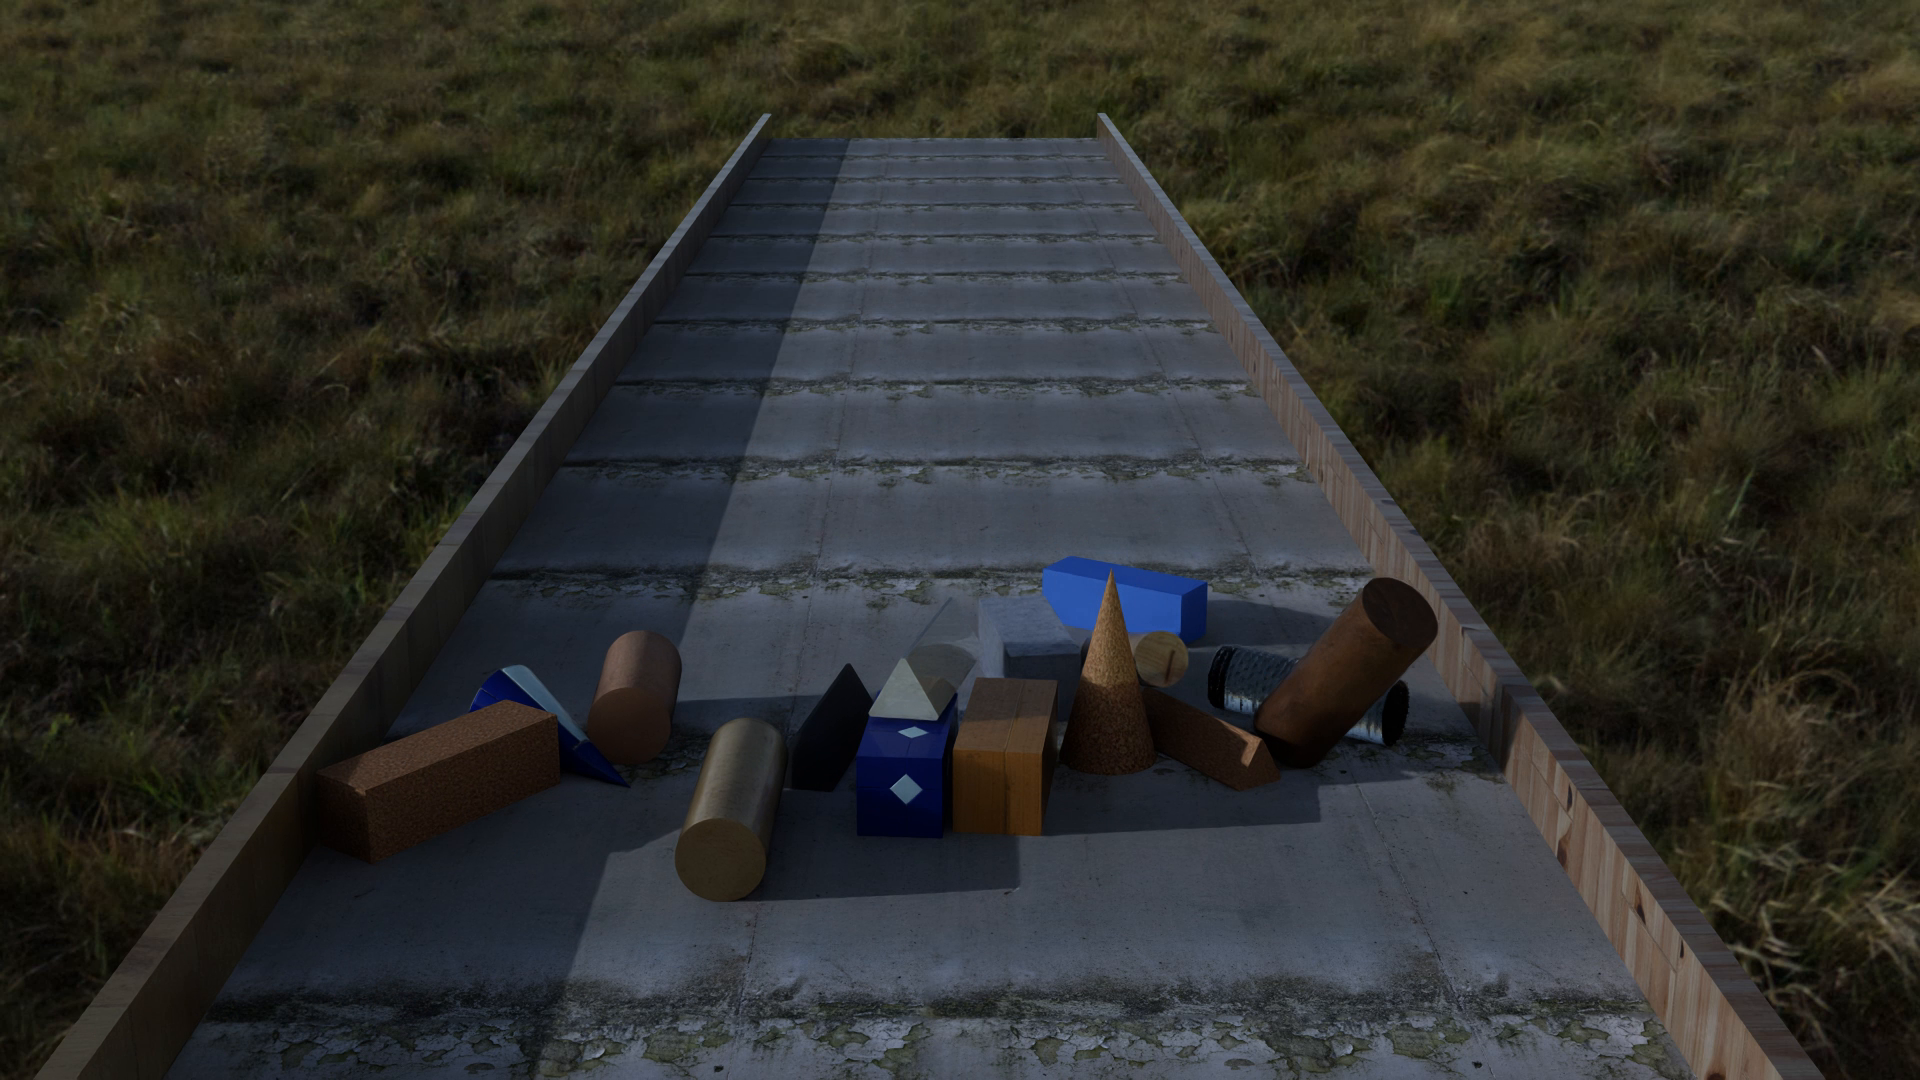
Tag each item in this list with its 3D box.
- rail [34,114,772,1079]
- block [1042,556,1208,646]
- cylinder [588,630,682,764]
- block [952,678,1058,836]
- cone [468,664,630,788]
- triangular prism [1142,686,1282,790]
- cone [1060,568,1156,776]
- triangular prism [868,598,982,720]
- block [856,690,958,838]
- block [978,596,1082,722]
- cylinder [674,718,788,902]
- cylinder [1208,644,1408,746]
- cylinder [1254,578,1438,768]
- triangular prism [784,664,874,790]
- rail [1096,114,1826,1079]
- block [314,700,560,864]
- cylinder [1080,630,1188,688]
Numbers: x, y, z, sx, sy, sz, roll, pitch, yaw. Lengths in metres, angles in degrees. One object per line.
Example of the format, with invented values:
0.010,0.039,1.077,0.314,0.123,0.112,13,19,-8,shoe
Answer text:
-1.118,-0.838,7.780,0.050,0.150,12.000,0,17,-1,rail
0.343,0.128,4.598,0.330,0.114,0.114,11,20,32,block
-0.591,0.284,4.016,0.146,0.146,0.309,-1,17,-3,cylinder
0.081,0.364,3.748,0.145,0.145,0.344,2,17,7,block
-0.694,0.362,3.871,0.333,0.161,0.161,27,29,30,cone
0.430,0.345,3.912,0.097,0.084,0.319,-10,19,-32,triangular prism
0.264,0.217,3.875,0.174,0.355,0.174,0,17,0,cone
-0.055,0.201,3.880,0.119,0.103,0.416,2,13,11,triangular prism
-0.086,0.376,3.718,0.140,0.140,0.302,1,17,5,block
0.131,0.226,4.231,0.133,0.133,0.347,-3,17,-9,block
-0.363,0.427,3.546,0.139,0.139,0.420,0,17,0,cylinder
0.640,0.285,4.056,0.349,0.121,0.121,11,20,33,cylinder
0.658,0.232,3.779,0.144,0.375,0.144,15,47,-17,cylinder
-0.241,0.328,3.935,0.118,0.102,0.358,3,17,11,triangular prism
0.932,-0.844,7.801,0.050,0.150,12.000,0,17,-1,rail
-0.865,0.397,3.670,0.127,0.127,0.411,12,20,35,block
0.320,0.220,4.102,0.101,0.101,0.383,-4,-2,-12,cylinder
